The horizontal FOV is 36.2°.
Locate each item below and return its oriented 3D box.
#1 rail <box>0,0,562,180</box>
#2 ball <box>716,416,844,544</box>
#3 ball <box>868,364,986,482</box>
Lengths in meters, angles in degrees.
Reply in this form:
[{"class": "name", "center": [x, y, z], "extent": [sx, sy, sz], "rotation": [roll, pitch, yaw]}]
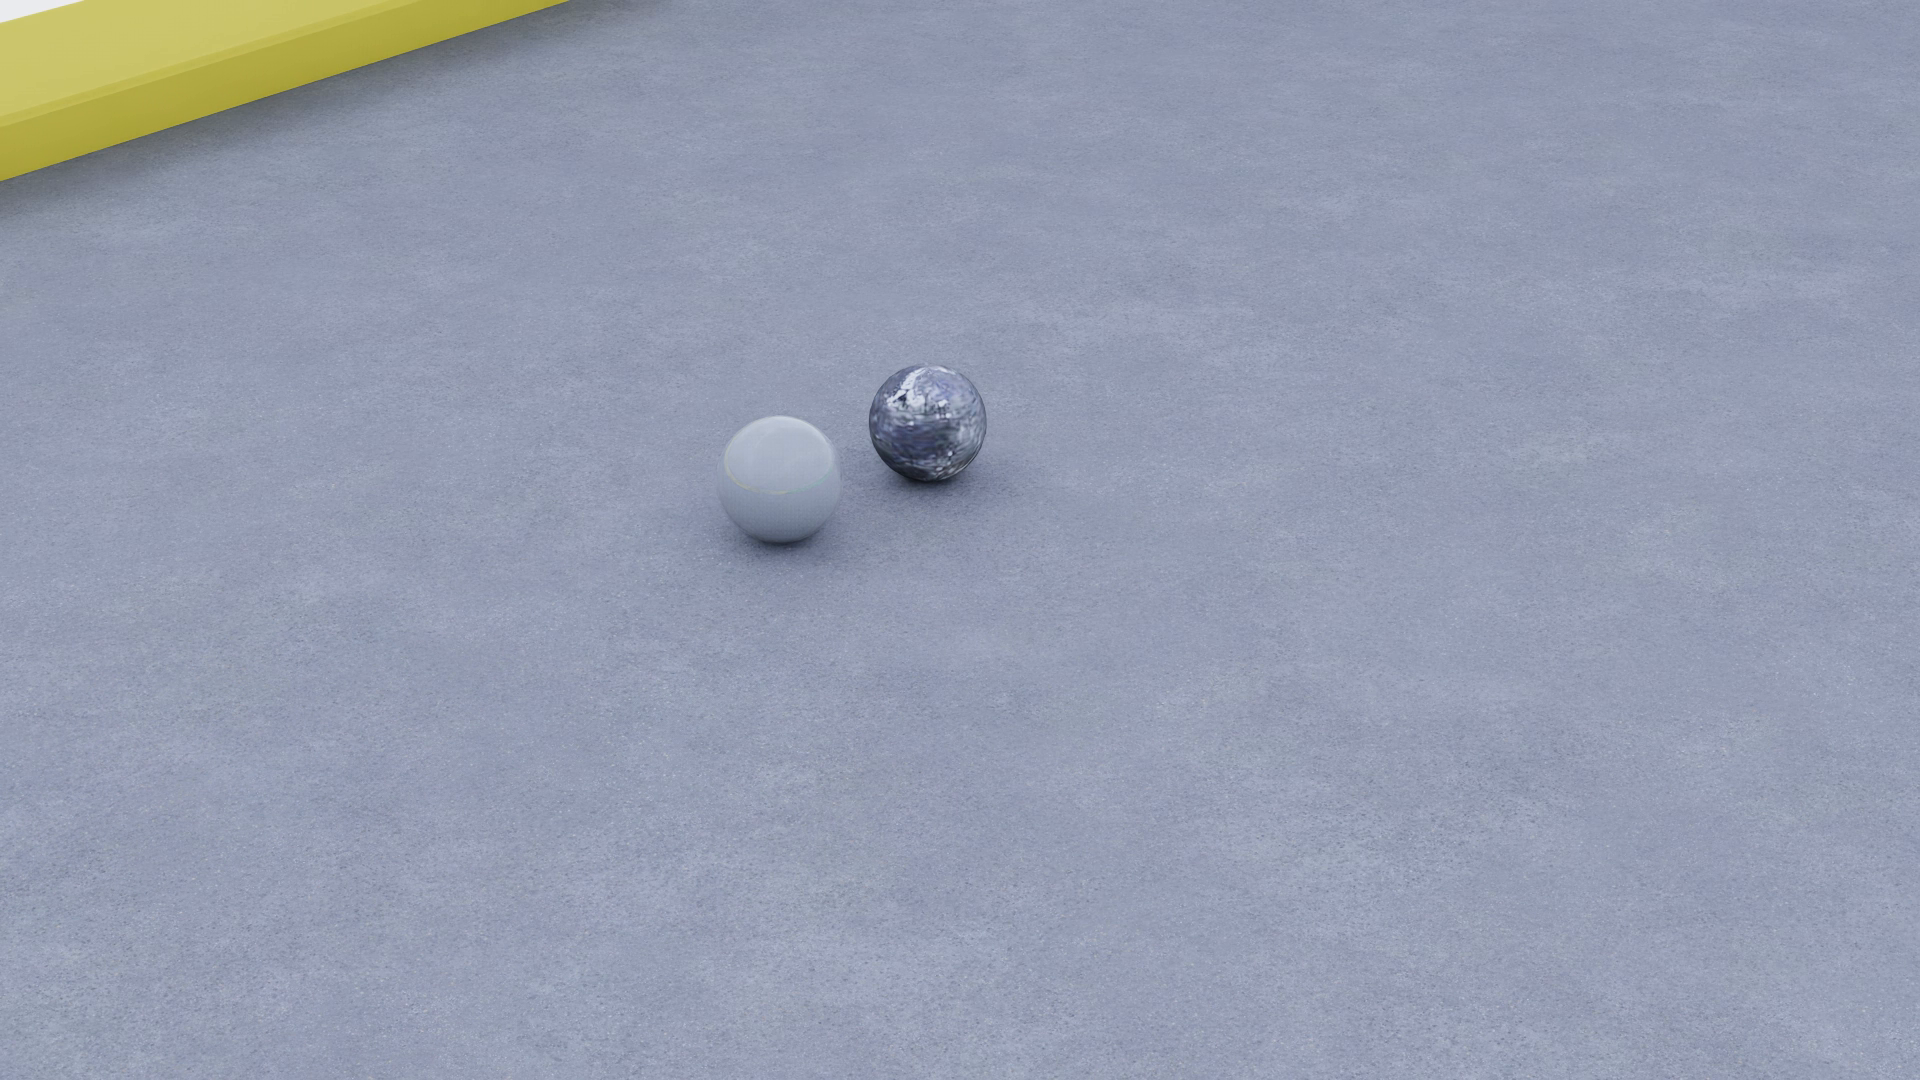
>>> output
[{"class": "rail", "center": [-0.297, -0.652, 3.053], "extent": [0.045, 0.130, 3.966], "rotation": [18, 31, 32]}, {"class": "ball", "center": [-0.113, -0.038, 1.843], "extent": [0.080, 0.080, 0.080], "rotation": [0, 26, 0]}, {"class": "ball", "center": [-0.021, -0.077, 1.926], "extent": [0.078, 0.078, 0.078], "rotation": [0, 26, 0]}]
